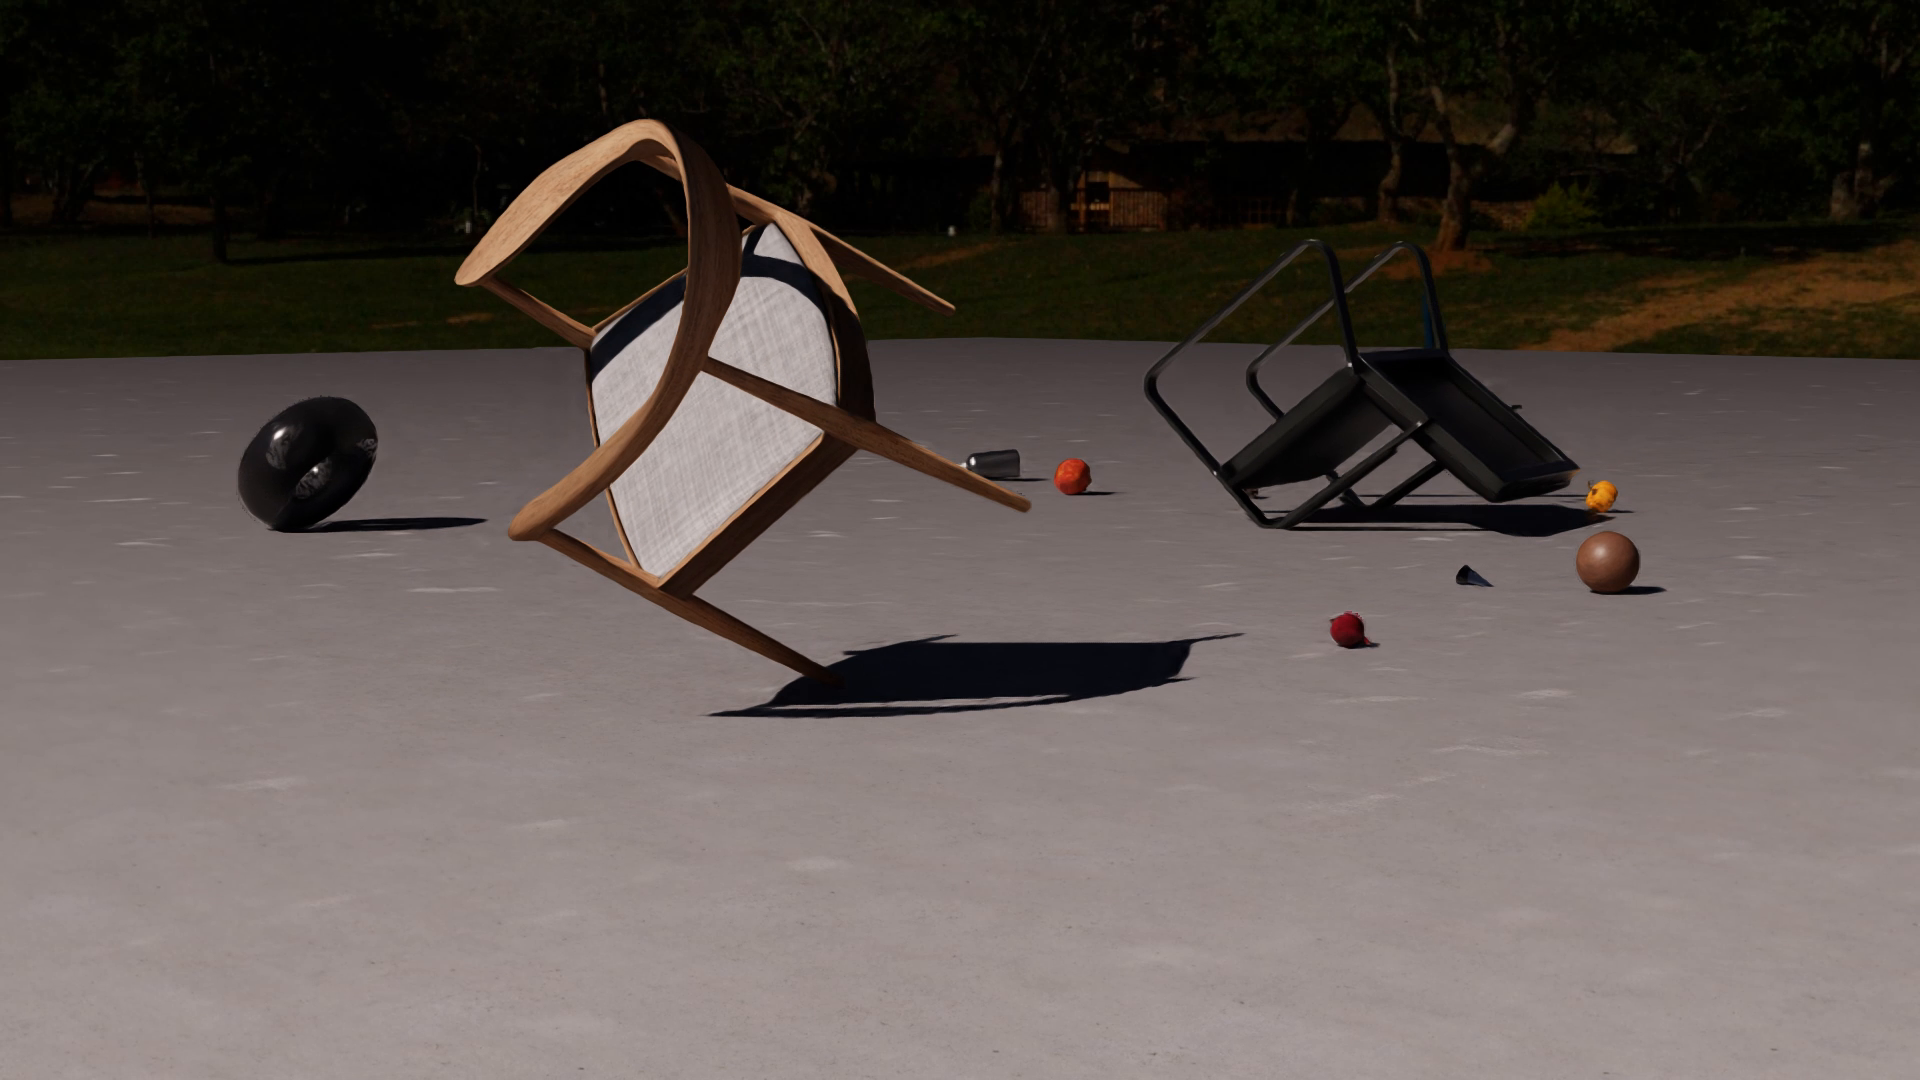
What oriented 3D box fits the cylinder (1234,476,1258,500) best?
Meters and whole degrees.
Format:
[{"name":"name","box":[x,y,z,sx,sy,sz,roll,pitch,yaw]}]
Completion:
[{"name":"cylinder","box":[0.846,-0.154,7.591,0.075,0.060,0.045,17,9,0]}]

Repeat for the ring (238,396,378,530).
[{"name":"ring","box":[-1.692,-0.199,6.661,0.165,0.402,0.387,45,37,18]}]
